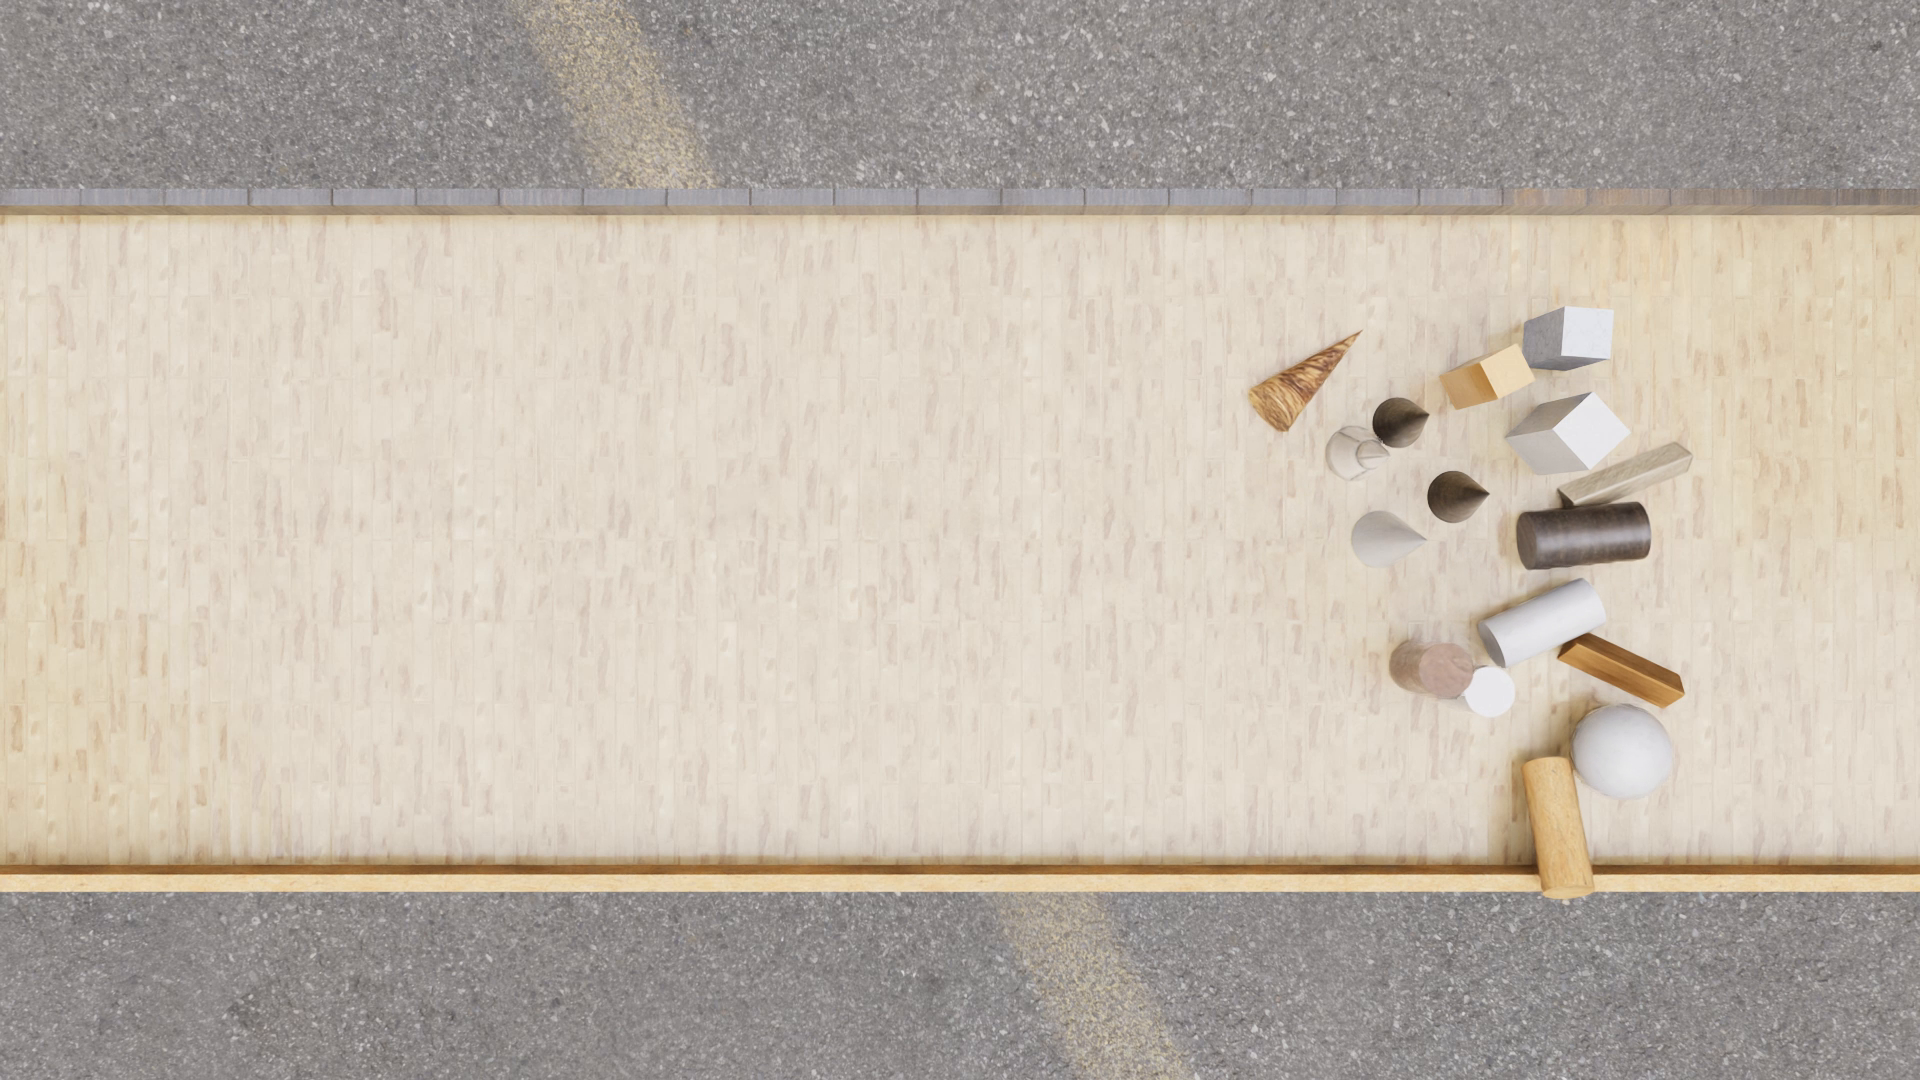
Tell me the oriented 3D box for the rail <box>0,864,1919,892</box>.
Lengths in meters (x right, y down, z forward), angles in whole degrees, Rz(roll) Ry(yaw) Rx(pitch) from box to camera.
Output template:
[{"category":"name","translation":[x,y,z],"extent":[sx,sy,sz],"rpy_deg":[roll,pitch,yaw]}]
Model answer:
[{"category":"rail","translation":[-2.247,1.025,5.001],"extent":[12.000,0.150,0.050],"rpy_deg":[0,90,0]}]

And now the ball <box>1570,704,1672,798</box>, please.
[{"category":"ball","translation":[1.979,0.631,4.935],"extent":[0.283,0.283,0.283],"rpy_deg":[0,90,0]}]

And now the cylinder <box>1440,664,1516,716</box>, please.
[{"category":"cylinder","translation":[1.535,0.445,4.916],"extent":[0.145,0.314,0.145],"rpy_deg":[0,87,2]}]

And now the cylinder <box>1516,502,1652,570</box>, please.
[{"category":"cylinder","translation":[1.883,-0.012,4.988],"extent":[0.341,0.177,0.177],"rpy_deg":[-5,90,0]}]

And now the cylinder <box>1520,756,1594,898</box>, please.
[{"category":"cylinder","translation":[1.781,0.858,4.920],"extent":[0.146,0.146,0.391],"rpy_deg":[0,62,0]}]

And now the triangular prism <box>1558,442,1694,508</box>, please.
[{"category":"triangular prism","translation":[2.037,-0.185,5.031],"extent":[0.392,0.087,0.100],"rpy_deg":[-21,90,0]}]

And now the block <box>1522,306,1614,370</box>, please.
[{"category":"block","translation":[1.802,-0.596,4.905],"extent":[0.141,0.343,0.141],"rpy_deg":[4,90,0]}]

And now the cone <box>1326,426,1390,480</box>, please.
[{"category":"cone","translation":[1.209,-0.252,4.852],"extent":[0.169,0.439,0.169],"rpy_deg":[0,94,0]}]

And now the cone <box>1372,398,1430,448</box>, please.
[{"category":"cone","translation":[1.348,-0.361,4.902],"extent":[0.157,0.349,0.157],"rpy_deg":[0,90,0]}]

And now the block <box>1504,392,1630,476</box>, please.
[{"category":"block","translation":[1.783,-0.309,4.866],"extent":[0.157,0.421,0.157],"rpy_deg":[-42,90,0]}]

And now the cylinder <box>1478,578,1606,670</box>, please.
[{"category":"cylinder","translation":[1.762,0.254,4.997],"extent":[0.330,0.160,0.160],"rpy_deg":[-24,90,0]}]

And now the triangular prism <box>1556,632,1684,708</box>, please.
[{"category":"triangular prism","translation":[2.023,0.391,5.024],"extent":[0.361,0.099,0.114],"rpy_deg":[25,90,0]}]

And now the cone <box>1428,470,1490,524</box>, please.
[{"category":"cone","translation":[1.518,-0.132,4.899],"extent":[0.162,0.355,0.162],"rpy_deg":[0,90,0]}]

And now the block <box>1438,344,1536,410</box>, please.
[{"category":"block","translation":[1.552,-0.478,4.875],"extent":[0.118,0.403,0.118],"rpy_deg":[-27,90,0]}]

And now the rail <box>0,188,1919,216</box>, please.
[{"category":"rail","translation":[-2.247,-1.025,5.002],"extent":[12.000,0.150,0.050],"rpy_deg":[0,90,0]}]

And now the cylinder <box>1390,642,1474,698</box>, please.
[{"category":"cylinder","translation":[1.396,0.381,4.893],"extent":[0.156,0.359,0.156],"rpy_deg":[0,87,2]}]

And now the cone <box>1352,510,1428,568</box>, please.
[{"category":"cone","translation":[1.303,0.000,4.849],"extent":[0.178,0.448,0.178],"rpy_deg":[0,90,-3]}]

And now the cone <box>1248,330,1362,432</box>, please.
[{"category":"cone","translation":[1.090,-0.522,5.035],"extent":[0.409,0.171,0.171],"rpy_deg":[-40,90,-12]}]
